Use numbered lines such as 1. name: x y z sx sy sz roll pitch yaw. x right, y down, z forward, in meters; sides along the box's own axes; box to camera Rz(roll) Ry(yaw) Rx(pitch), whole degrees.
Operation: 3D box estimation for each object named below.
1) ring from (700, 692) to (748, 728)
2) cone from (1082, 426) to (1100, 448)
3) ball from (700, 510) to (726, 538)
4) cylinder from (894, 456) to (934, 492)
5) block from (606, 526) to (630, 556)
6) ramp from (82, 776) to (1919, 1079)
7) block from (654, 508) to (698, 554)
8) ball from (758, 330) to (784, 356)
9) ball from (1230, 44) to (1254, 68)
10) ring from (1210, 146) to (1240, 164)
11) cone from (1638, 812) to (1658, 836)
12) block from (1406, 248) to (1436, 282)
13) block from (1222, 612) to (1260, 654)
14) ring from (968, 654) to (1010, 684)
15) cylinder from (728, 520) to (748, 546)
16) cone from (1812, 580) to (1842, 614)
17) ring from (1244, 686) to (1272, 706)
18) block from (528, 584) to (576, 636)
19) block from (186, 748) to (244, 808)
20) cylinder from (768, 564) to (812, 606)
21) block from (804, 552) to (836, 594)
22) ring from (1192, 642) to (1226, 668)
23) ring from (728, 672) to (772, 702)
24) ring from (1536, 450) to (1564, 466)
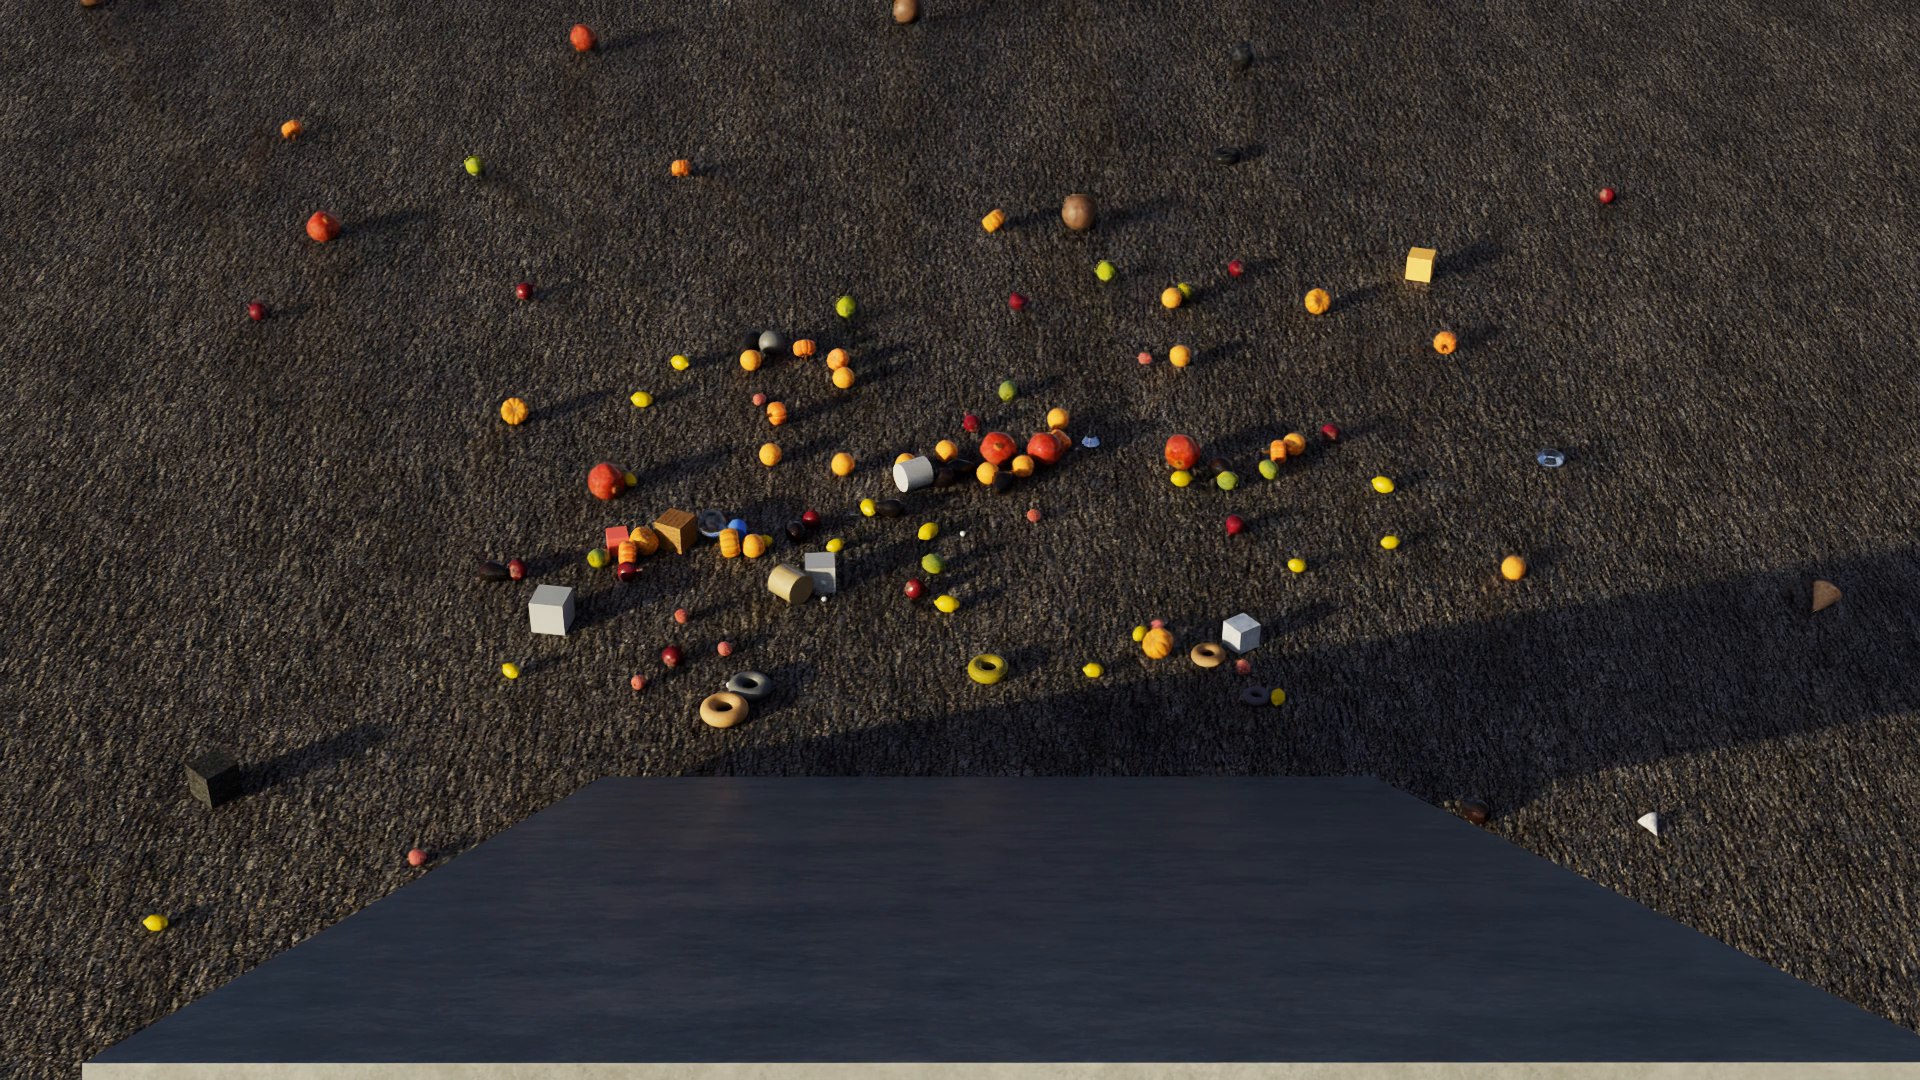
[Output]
1. ring: -0.644 0.464 7.089 0.134 0.045 0.134 -1 33 1
2. cone: 0.421 -0.339 8.334 0.059 0.059 0.059 0 33 0
3. ball: -0.749 -0.048 7.857 0.081 0.081 0.081 0 33 0
4. cylinder: -0.145 -0.206 8.095 0.092 0.092 0.092 -18 37 -26
5. block: -1.029 0.004 7.793 0.062 0.062 0.062 -7 33 -11
6. ramp: 0.072 0.634 4.737 2.000 0.100 4.000 0 -1 0
7. block: -0.856 -0.027 7.817 0.090 0.090 0.090 15 36 22
8. ball: -0.643 -0.670 8.829 0.086 0.086 0.086 0 33 0
9. ball: 1.198 -2.055 10.988 0.099 0.099 0.099 0 33 0
10. ring: 1.045 -1.512 10.194 0.119 0.040 0.119 1 33 -1
11. cone: 1.783 0.738 6.676 0.055 0.055 0.055 -12 61 -19
12. block: 1.658 -0.991 9.332 0.087 0.087 0.087 10 34 16
13. block: 0.800 0.266 7.370 0.075 0.075 0.075 -21 38 -29
14. ring: 0.080 0.360 7.256 0.117 0.039 0.117 0 34 0
15. cylinder: -0.674 -0.023 7.840 0.059 0.059 0.059 -4 29 -6
16. cone: 2.501 0.179 7.539 0.089 0.089 0.089 25 67 34
17. ring: 0.820 0.432 7.157 0.078 0.026 0.078 1 34 0
18. block: -1.172 0.200 7.450 0.100 0.100 0.100 5 33 8
19. block: -1.952 0.624 6.788 0.097 0.097 0.097 26 41 35
20. cylinder: -0.495 0.130 7.567 0.093 0.093 0.093 28 42 36
21. block: -0.411 0.096 7.626 0.086 0.086 0.086 -2 33 -4
22. ring: 0.701 0.324 7.319 0.098 0.033 0.098 -1 32 1
23. ring: -0.582 0.406 7.183 0.122 0.041 0.122 1 32 -1
24. ring: 1.878 -0.261 8.241 0.087 0.029 0.087 0 31 0
